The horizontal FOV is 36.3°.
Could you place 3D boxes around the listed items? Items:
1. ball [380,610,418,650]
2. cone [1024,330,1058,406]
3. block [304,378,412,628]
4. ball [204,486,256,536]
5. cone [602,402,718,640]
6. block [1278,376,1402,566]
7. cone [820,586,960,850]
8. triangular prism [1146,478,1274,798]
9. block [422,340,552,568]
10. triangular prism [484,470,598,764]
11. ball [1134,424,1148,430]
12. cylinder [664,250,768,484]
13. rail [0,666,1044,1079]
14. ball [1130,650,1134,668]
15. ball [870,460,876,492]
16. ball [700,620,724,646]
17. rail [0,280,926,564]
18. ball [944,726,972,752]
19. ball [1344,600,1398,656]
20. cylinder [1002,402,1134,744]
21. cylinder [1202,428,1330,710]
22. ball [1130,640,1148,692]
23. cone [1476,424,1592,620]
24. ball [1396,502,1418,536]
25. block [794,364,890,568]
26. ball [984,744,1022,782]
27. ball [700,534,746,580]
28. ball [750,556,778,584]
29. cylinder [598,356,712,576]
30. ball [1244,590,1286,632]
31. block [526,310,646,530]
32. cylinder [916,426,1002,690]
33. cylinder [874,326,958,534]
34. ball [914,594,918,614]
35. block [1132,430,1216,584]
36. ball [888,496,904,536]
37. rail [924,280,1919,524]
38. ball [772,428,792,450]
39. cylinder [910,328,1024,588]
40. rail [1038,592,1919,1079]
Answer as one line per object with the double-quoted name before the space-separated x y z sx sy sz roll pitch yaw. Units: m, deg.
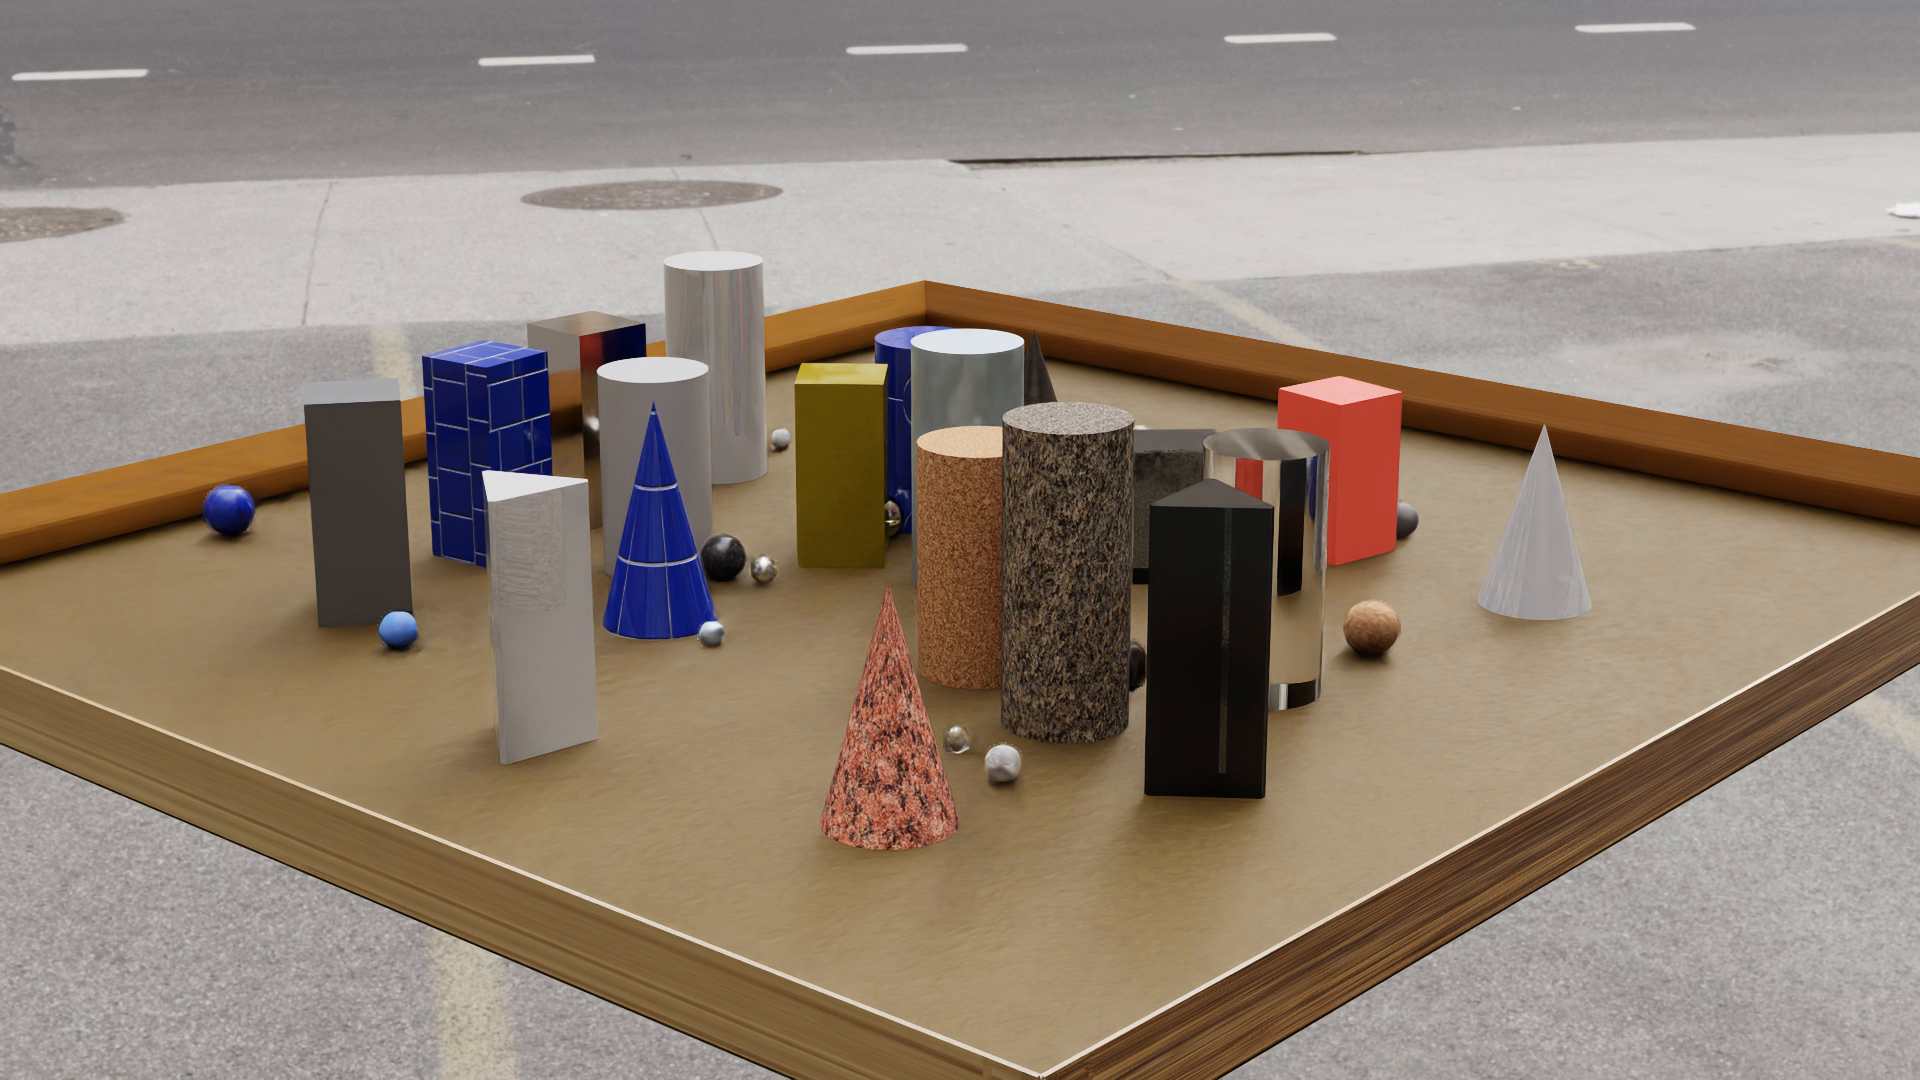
"ball" -0.928 0.149 4.848 0.063 0.063 0.063 0 17 0
"cone" 0.146 -0.264 5.789 0.197 0.311 0.197 0 17 0
"block" -1.024 -0.065 4.993 0.158 0.388 0.158 -3 17 -11
"ball" -1.363 -0.056 5.475 0.094 0.094 0.094 0 17 0
"cone" -0.510 -0.047 4.934 0.197 0.387 0.197 0 17 0
"block" 0.690 -0.128 5.359 0.158 0.299 0.158 -13 21 -36
"cone" -0.099 0.228 4.078 0.197 0.356 0.197 0 17 0
"triangular prism" 0.358 0.140 4.234 0.171 0.435 0.148 1 17 4
"block" -0.854 -0.157 5.325 0.158 0.373 0.158 11 20 33
"triangular prism" -0.663 0.106 4.396 0.171 0.406 0.148 -14 22 -40
"ball" 0.361 -0.199 5.985 0.072 0.072 0.072 0 17 0
"cylinder" -0.487 -0.345 5.850 0.197 0.431 0.197 0 17 0
"rail" -0.975 0.356 4.045 2.852 0.128 0.045 14 22 39
"ball" 0.249 0.191 4.713 0.060 0.060 0.060 0 17 0
"ball" -0.127 -0.124 5.694 0.098 0.098 0.098 0 17 0
"ball" -0.412 0.155 4.865 0.041 0.041 0.041 0 17 0
"rail" -1.059 -0.233 6.000 0.045 0.128 3.022 14 22 39
"ball" -0.003 0.298 4.390 0.042 0.042 0.042 0 17 0
"ball" 0.675 0.144 4.816 0.090 0.090 0.090 0 17 0
"cylinder" 0.162 0.048 4.455 0.197 0.482 0.197 0 17 0
"cylinder" 0.475 0.044 4.605 0.197 0.404 0.197 0 17 0
"ball" 0.256 0.199 4.640 0.088 0.088 0.088 0 17 0
"cone" 0.997 -0.046 5.047 0.197 0.321 0.197 0 17 0
"ball" 0.823 -0.039 5.468 0.065 0.065 0.065 0 17 0
"block" -0.212 -0.135 5.308 0.158 0.341 0.158 0 17 2
"ball" 0.063 0.326 4.275 0.055 0.055 0.055 0 17 0
"ball" -0.420 0.030 5.210 0.082 0.082 0.082 0 17 0
"ball" -0.348 0.053 5.192 0.049 0.049 0.049 0 17 0
"cylinder" -0.543 -0.126 5.238 0.197 0.365 0.197 0 17 0
"ball" 0.514 0.118 4.935 0.071 0.071 0.071 0 17 0
"block" -0.702 -0.229 5.563 0.158 0.373 0.158 16 23 42
"cylinder" 0.030 0.026 4.704 0.197 0.381 0.197 0 17 0
"cylinder" -0.061 -0.208 5.525 0.197 0.355 0.197 0 17 0
"ball" -0.051 0.110 4.990 0.056 0.056 0.056 0 17 0
"block" 0.382 -0.060 5.233 0.158 0.242 0.158 -1 17 -2
"ball" -0.145 -0.044 5.458 0.082 0.082 0.082 0 17 0
"rail" 0.975 -0.292 6.195 2.852 0.128 0.045 14 22 39
"ball" -0.370 -0.209 6.073 0.042 0.042 0.042 0 17 0
"cylinder" 0.013 -0.137 5.151 0.197 0.435 0.197 0 17 0
"rail" 1.059 0.297 4.240 0.045 0.128 3.022 14 22 39
